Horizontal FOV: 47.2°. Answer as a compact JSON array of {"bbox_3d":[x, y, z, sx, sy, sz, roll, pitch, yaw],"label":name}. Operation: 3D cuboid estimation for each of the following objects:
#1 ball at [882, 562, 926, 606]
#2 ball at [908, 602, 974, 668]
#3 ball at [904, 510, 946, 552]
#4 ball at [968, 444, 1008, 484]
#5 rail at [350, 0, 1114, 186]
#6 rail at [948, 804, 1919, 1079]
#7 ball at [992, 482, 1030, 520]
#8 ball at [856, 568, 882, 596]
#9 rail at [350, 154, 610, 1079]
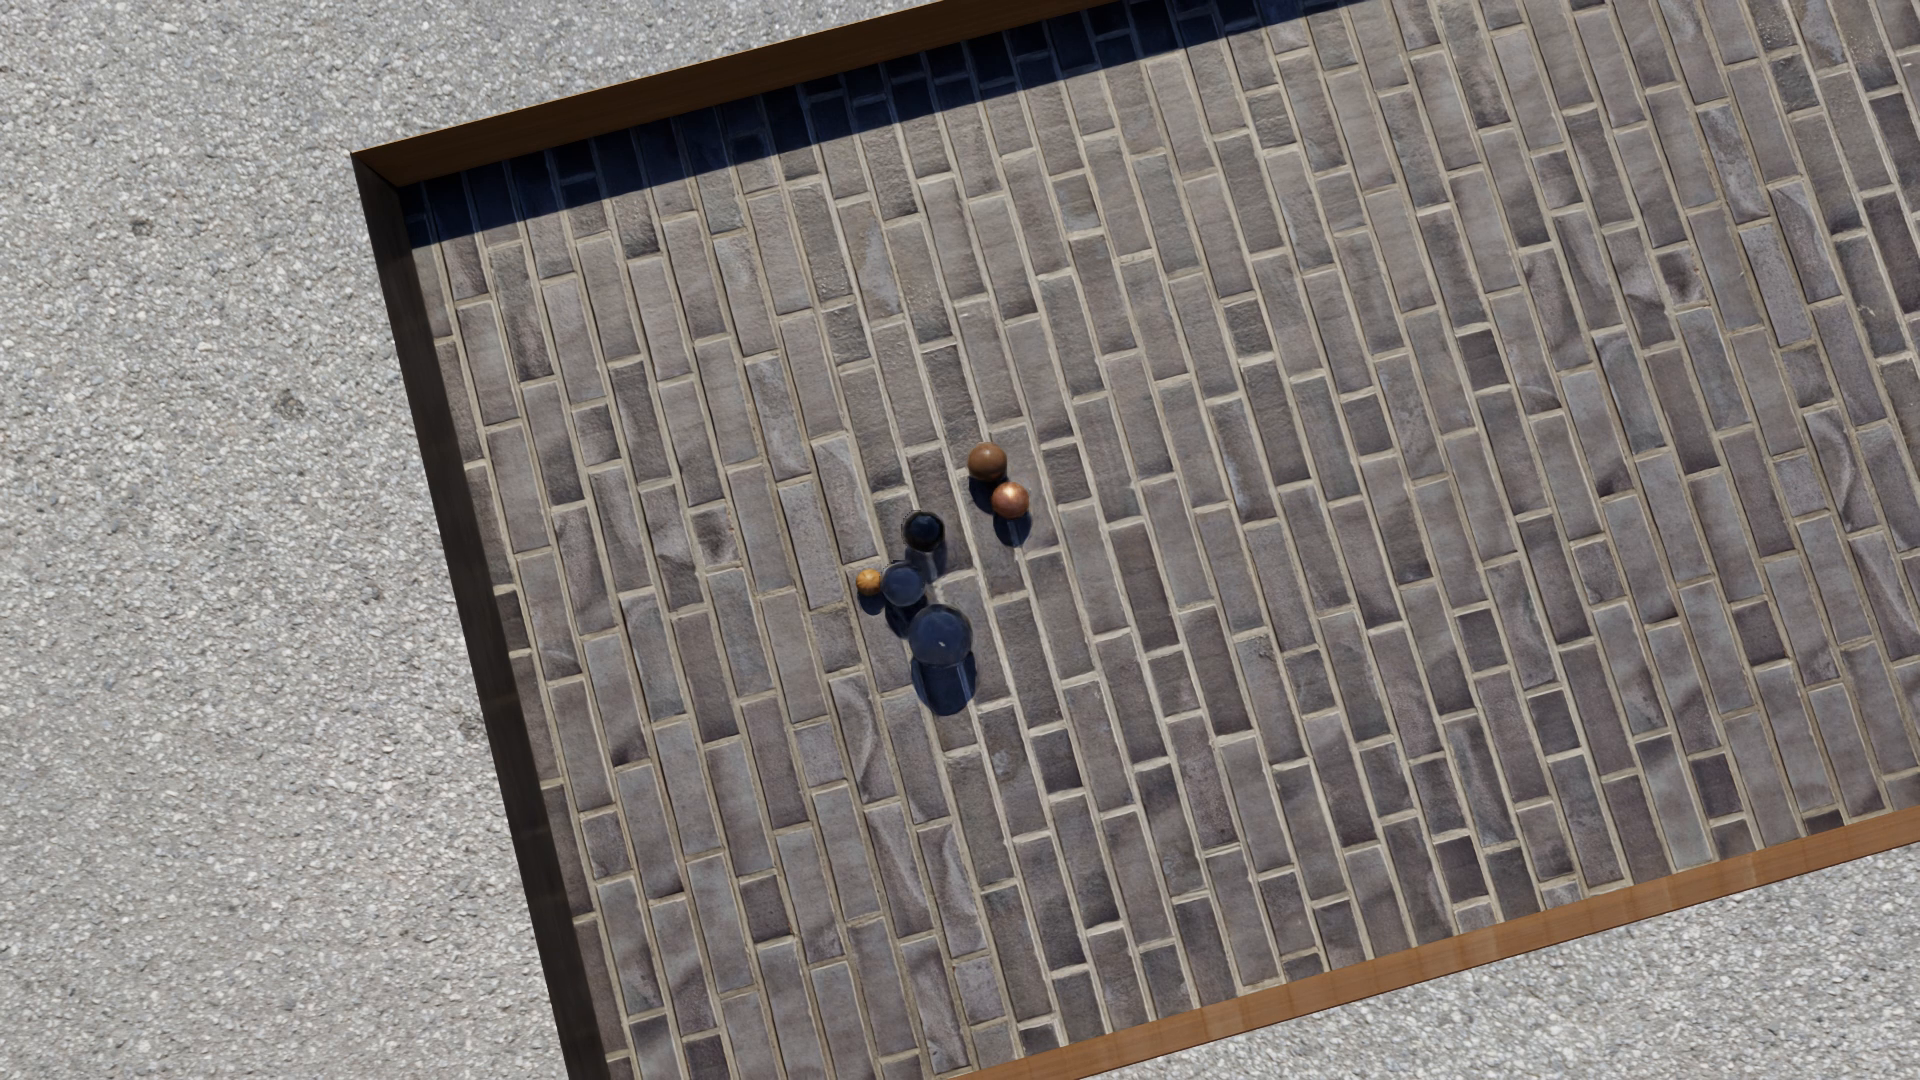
[{"bbox_3d":[-0.084,0.066,3.275,0.067,0.067,0.067,0,80,0],"label":"ball"},{"bbox_3d":[-0.029,0.142,3.247,0.097,0.097,0.097,0,80,0],"label":"ball"},{"bbox_3d":[-0.054,-0.013,3.292,0.063,0.063,0.063,0,80,0],"label":"ball"},{"bbox_3d":[0.042,-0.115,3.312,0.061,0.061,0.061,0,80,0],"label":"ball"},{"bbox_3d":[0.501,-0.929,3.425,2.926,0.126,0.045,-15,80,-3],"label":"rail"},{"bbox_3d":[0.910,0.536,3.160,2.926,0.126,0.045,-15,80,-3],"label":"rail"},{"bbox_3d":[0.076,-0.059,3.304,0.057,0.057,0.057,0,80,0],"label":"ball"},{"bbox_3d":[-0.136,0.063,3.290,0.041,0.041,0.041,0,80,0],"label":"ball"},{"bbox_3d":[-0.682,0.179,3.224,0.045,0.126,1.592,-15,80,-3],"label":"rail"}]
